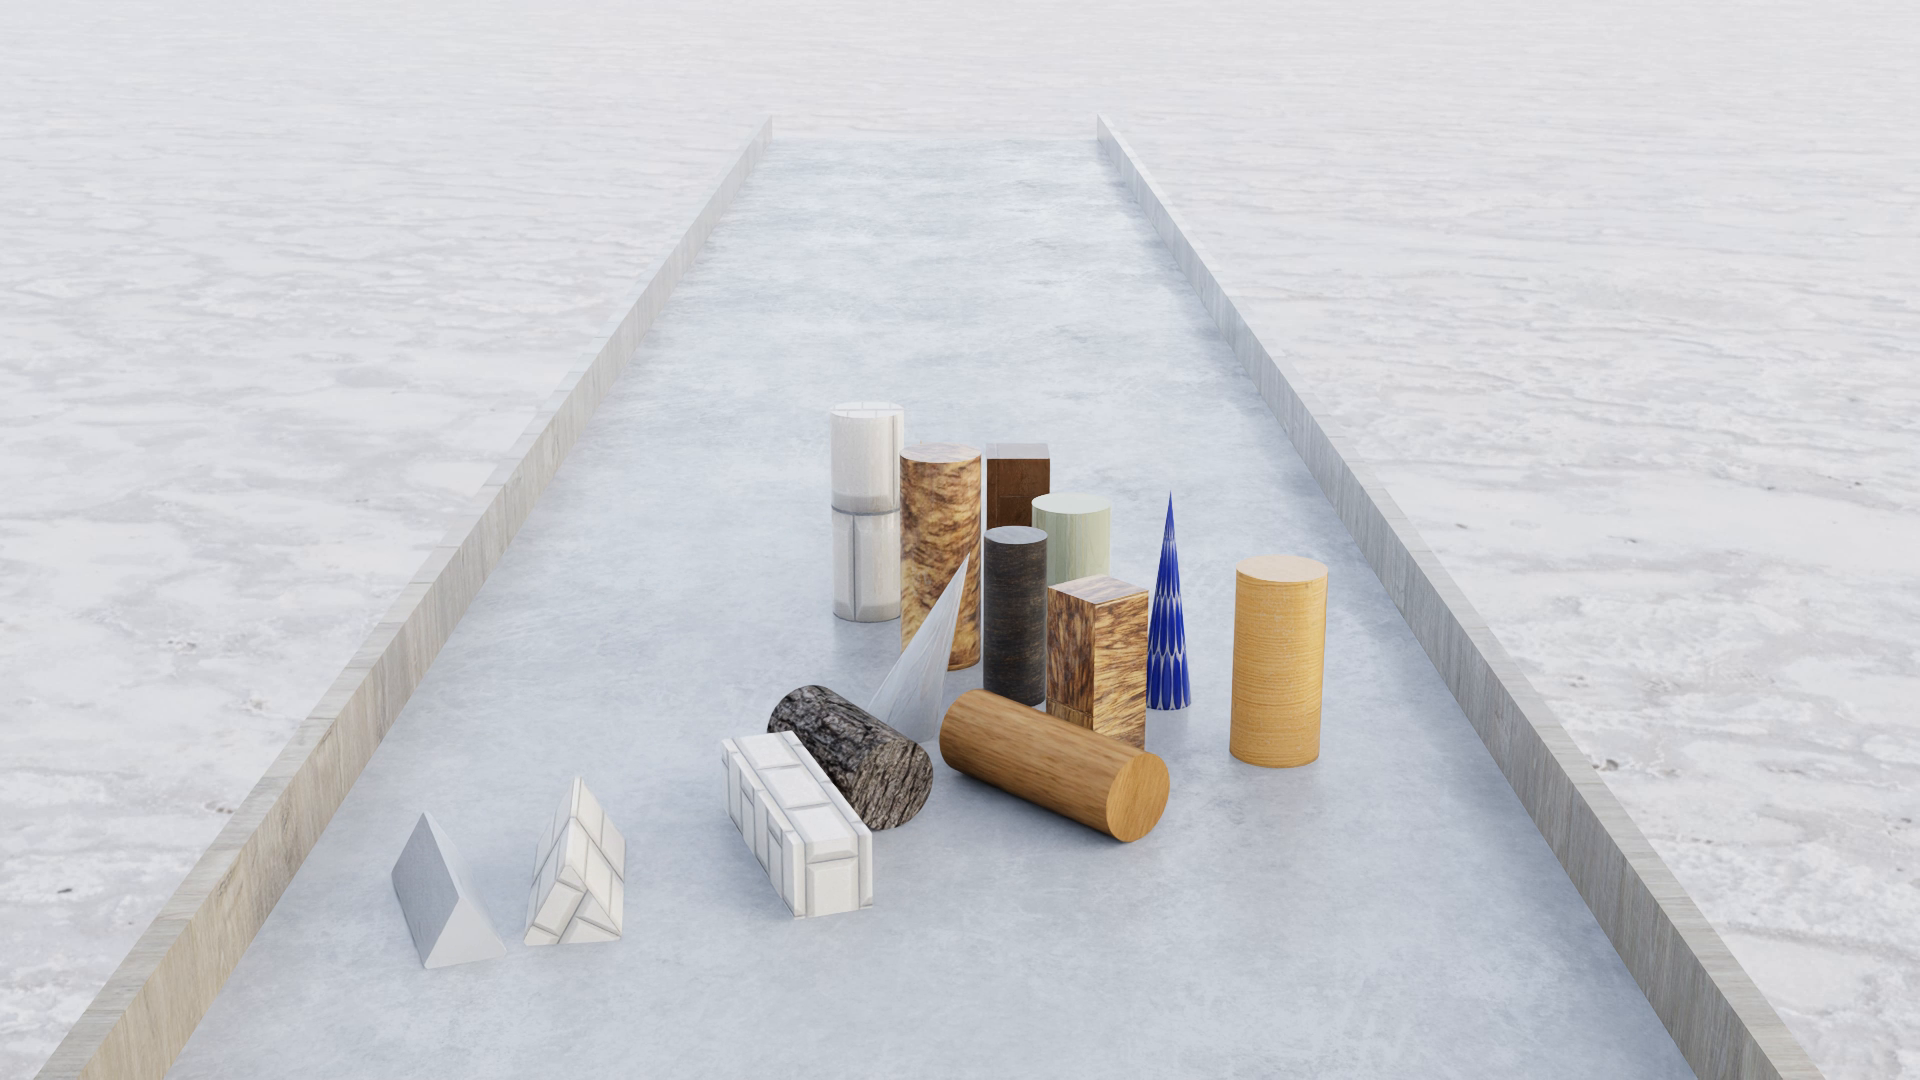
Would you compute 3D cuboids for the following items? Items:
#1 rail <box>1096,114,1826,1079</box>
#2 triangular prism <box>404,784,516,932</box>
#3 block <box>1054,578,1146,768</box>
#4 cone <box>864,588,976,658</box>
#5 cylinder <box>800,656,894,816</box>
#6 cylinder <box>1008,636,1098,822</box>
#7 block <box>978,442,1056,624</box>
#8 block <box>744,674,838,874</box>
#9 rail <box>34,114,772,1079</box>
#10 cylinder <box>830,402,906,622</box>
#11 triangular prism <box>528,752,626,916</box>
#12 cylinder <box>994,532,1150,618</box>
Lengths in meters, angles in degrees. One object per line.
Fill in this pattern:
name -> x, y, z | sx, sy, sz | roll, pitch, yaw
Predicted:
rail -> 0.932, -0.844, 7.801 | 0.050, 0.150, 12.000 | 0, 17, -1
triangular prism -> -0.788, 0.523, 3.317 | 0.101, 0.331, 0.116 | 33, 28, 20
block -> 0.240, 0.236, 3.876 | 0.125, 0.317, 0.125 | 2, -9, 20
cone -> -0.045, 0.175, 3.949 | 0.133, 0.133, 0.371 | -7, 8, -23
cylinder -> -0.190, 0.365, 3.728 | 0.156, 0.300, 0.156 | 0, 17, 0
cylinder -> 0.154, 0.375, 3.704 | 0.150, 0.402, 0.150 | 0, 17, 0
block -> 0.121, -0.017, 4.659 | 0.131, 0.355, 0.131 | 6, 18, 19
block -> -0.266, 0.447, 3.510 | 0.123, 0.446, 0.123 | 2, 17, 6
rail -> -1.118, -0.838, 7.780 | 0.050, 0.150, 12.000 | 0, 17, -1
cylinder -> -0.194, -0.060, 4.649 | 0.155, 0.444, 0.155 | 0, 17, 0
triangular prism -> -0.574, 0.499, 3.394 | 0.121, 0.342, 0.140 | -10, 19, -30
cylinder -> 0.220, 0.082, 4.385 | 0.157, 0.157, 0.323 | -10, 13, -30
